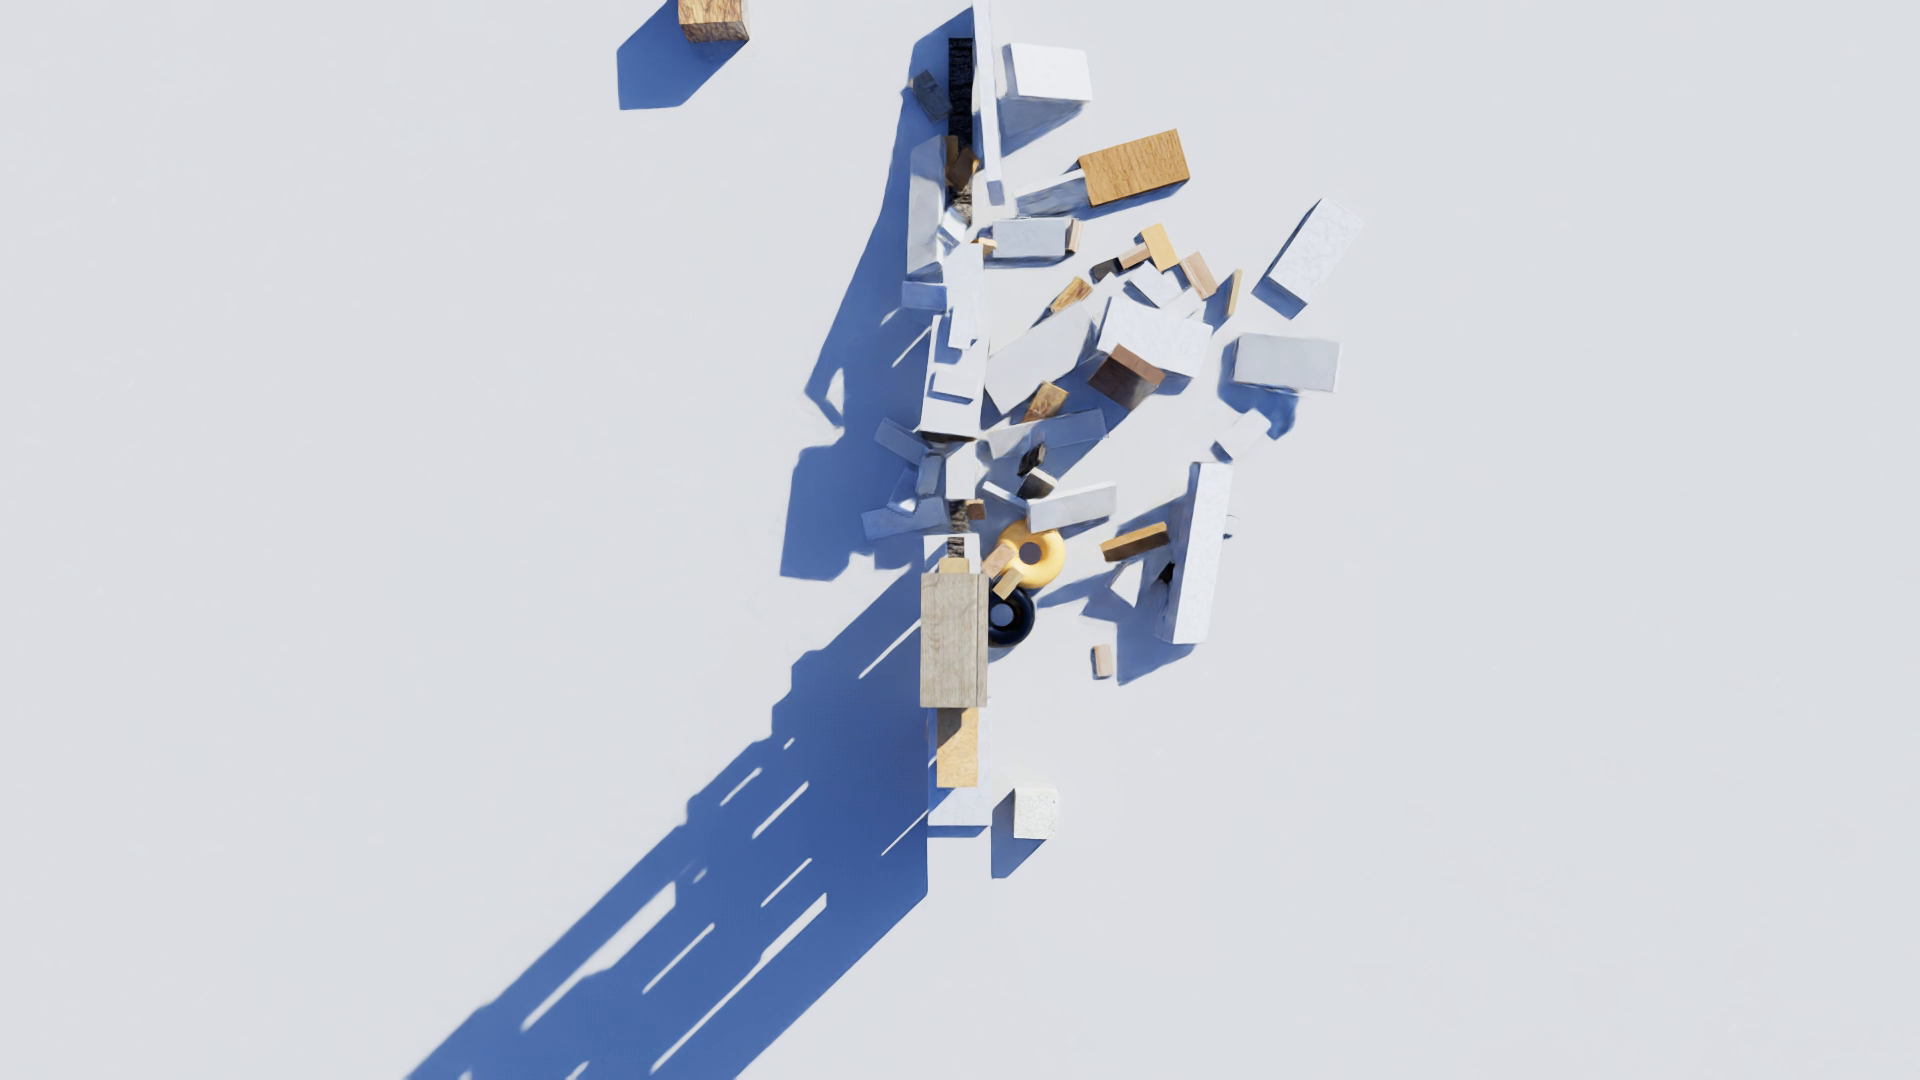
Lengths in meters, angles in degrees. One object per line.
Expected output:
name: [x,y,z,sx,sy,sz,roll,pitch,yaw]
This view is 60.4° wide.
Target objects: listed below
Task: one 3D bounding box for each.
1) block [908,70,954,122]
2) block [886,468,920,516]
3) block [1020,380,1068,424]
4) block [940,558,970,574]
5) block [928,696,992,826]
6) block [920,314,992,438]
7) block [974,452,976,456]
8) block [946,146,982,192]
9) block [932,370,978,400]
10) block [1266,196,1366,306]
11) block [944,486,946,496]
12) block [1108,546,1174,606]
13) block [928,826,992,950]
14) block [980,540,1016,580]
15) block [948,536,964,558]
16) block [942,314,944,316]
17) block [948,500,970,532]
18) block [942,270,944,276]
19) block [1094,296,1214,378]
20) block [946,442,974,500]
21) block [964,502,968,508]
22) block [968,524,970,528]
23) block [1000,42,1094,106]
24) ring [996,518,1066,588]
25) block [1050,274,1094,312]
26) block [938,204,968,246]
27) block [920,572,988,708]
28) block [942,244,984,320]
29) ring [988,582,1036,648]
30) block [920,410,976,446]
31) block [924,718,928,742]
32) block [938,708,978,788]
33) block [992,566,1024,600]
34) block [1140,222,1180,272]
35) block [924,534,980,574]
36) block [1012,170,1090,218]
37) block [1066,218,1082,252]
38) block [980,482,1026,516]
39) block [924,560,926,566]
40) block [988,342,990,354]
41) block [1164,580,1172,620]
block: [-0.098,-1.474,5.475,0.080,0.023,0.159,-33,81,2]
block: [-0.172,-0.159,5.431,0.086,0.024,0.172,25,47,-2]
block: [0.275,-0.427,5.454,0.092,0.026,0.184,27,109,-5]
block: [-0.016,0.140,4.777,0.087,0.025,0.175,0,90,0]
block: [0.000,0.554,4.150,0.160,0.045,0.320,0,90,0]
block: [-0.014,-0.507,5.113,0.180,0.051,0.359,7,89,0]
block: [0.003,-0.285,5.409,0.091,0.183,0.026,-2,90,0]
block: [0.010,-1.219,5.419,0.072,0.020,0.144,42,58,-24]
block: [-0.013,-0.479,5.078,0.133,0.019,0.067,11,89,0]
block: [1.180,-0.961,5.477,0.163,0.046,0.327,35,90,0]
block: [-0.007,-0.157,5.409,0.091,0.183,0.026,1,89,0]
block: [0.598,0.101,5.448,0.110,0.031,0.220,38,89,-18]
block: [-0.001,0.875,4.185,0.159,0.045,0.319,-1,90,0]
block: [0.123,0.067,5.412,0.060,0.017,0.120,42,96,-13]
block: [-0.012,0.042,4.998,0.052,0.015,0.104,-1,89,0]
block: [0.004,-0.714,5.372,0.127,0.254,0.036,0,96,0]
block: [-0.004,-0.079,5.385,0.052,0.015,0.104,-9,90,7]
block: [0.004,-0.891,5.372,0.127,0.254,0.036,0,93,0]
block: [0.637,-0.668,5.430,0.356,0.050,0.178,15,98,-11]
block: [0.001,-0.223,5.304,0.091,0.026,0.183,1,90,0]
block: [-0.004,-0.114,5.445,0.052,0.104,0.015,-9,88,7]
block: [0.002,-0.041,5.446,0.052,0.104,0.015,-3,90,3]
block: [0.286,-1.516,5.372,0.338,0.048,0.169,-9,90,-41]
ring: [0.232,0.045,5.461,0.235,0.078,0.235,0,91,-1]
block: [0.367,-0.800,5.448,0.069,0.020,0.138,40,97,-16]
block: [-0.022,-0.997,5.233,0.079,0.158,0.022,40,124,-19]
block: [-0.013,0.232,3.833,0.155,0.044,0.310,1,90,0]
block: [0.011,-0.808,5.226,0.127,0.036,0.254,-2,90,0]
ring: [0.138,0.248,5.463,0.225,0.075,0.225,0,91,-1]
block: [-0.035,-0.369,5.319,0.180,0.359,0.051,6,83,0]
block: [-0.029,0.613,5.338,0.162,0.324,0.046,3,90,0]
block: [-0.006,0.490,3.921,0.096,0.027,0.192,0,90,0]
block: [0.159,0.141,5.419,0.052,0.015,0.104,40,91,-1]
block: [0.665,-0.974,5.489,0.075,0.021,0.149,-24,90,0]
block: [-0.019,0.154,5.133,0.171,0.048,0.341,-3,89,0]
block: [0.301,-1.132,5.442,0.240,0.120,0.034,-18,53,0]
block: [0.379,-1.010,5.476,0.014,0.050,0.101,10,90,38]
block: [0.158,-0.134,5.452,0.185,0.092,0.026,27,79,0]
block: [-0.028,0.057,5.329,0.171,0.341,0.048,-3,89,0]
block: [0.003,-0.625,5.320,0.180,0.359,0.051,-4,90,0]
block: [0.721,0.204,5.479,0.067,0.019,0.133,9,100,0]
